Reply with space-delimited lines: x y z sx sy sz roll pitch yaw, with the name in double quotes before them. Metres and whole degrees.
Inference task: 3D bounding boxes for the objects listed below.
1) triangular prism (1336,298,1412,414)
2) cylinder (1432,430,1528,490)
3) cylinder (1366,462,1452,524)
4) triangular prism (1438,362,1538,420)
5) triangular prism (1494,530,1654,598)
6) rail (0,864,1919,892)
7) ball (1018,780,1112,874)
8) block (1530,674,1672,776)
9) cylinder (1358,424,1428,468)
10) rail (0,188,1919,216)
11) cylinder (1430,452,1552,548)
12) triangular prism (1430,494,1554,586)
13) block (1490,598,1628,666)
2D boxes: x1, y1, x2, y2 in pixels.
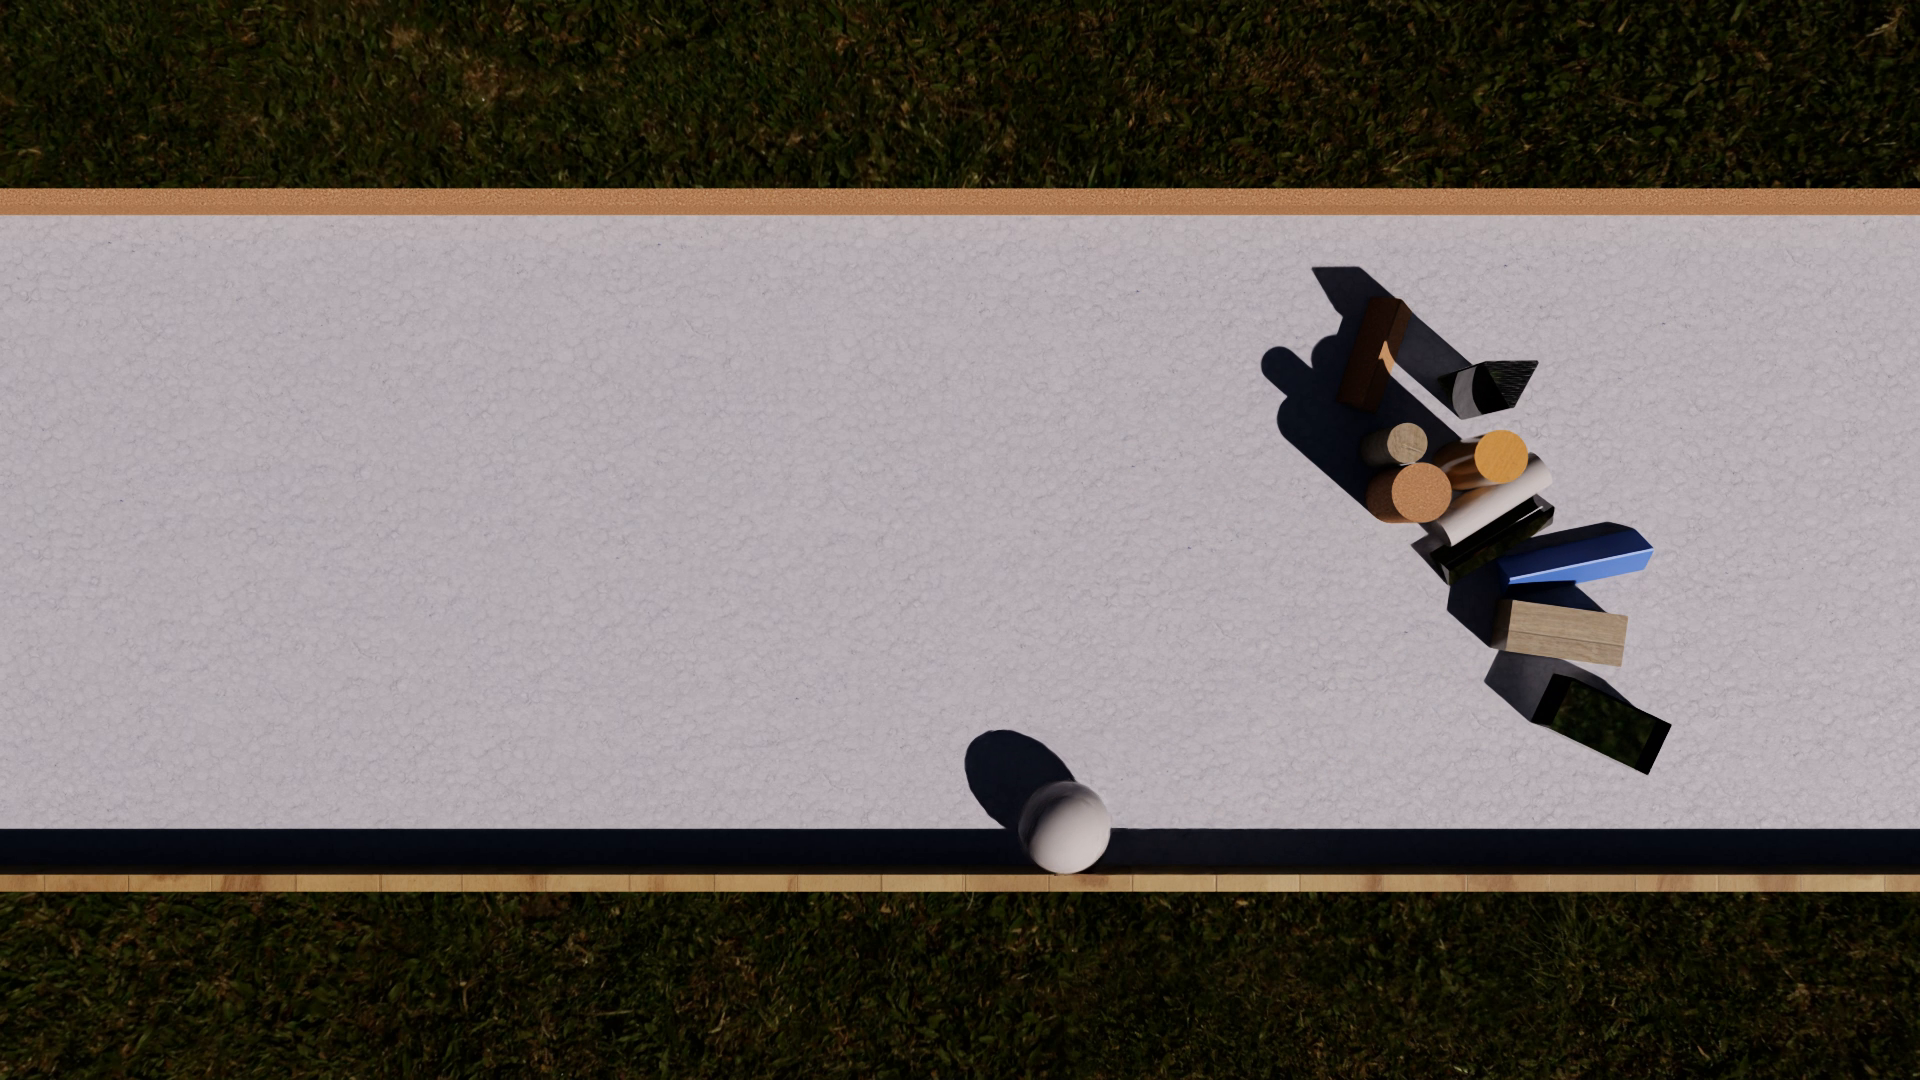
"triangular prism" 1.270 -0.566 5.016 0.132 0.114 0.337 19 90 0
"cylinder" 1.527 -0.231 4.860 0.151 0.429 0.151 0 89 0
"cylinder" 1.333 -0.137 4.919 0.173 0.316 0.173 0 90 0
"triangular prism" 1.566 -0.467 4.851 0.131 0.452 0.151 -31 90 0
"triangular prism" 1.873 0.074 5.019 0.443 0.108 0.125 -12 90 0
"rail" -2.247 1.025 5.001 12.000 0.150 0.050 0 90 0
"ball" 0.314 0.859 4.938 0.277 0.277 0.277 0 90 0
"block" 1.937 0.556 4.993 0.325 0.168 0.168 25 90 0
"cylinder" 1.282 -0.278 4.902 0.116 0.348 0.116 0 90 0
"rail" -2.247 -1.025 5.002 12.000 0.150 0.050 0 90 0
"cylinder" 1.613 -0.123 5.018 0.361 0.118 0.118 -32 90 0
"triangular prism" 1.633 -0.004 5.024 0.372 0.099 0.114 -31 90 0
"block" 1.812 0.279 5.000 0.348 0.154 0.154 8 90 0
